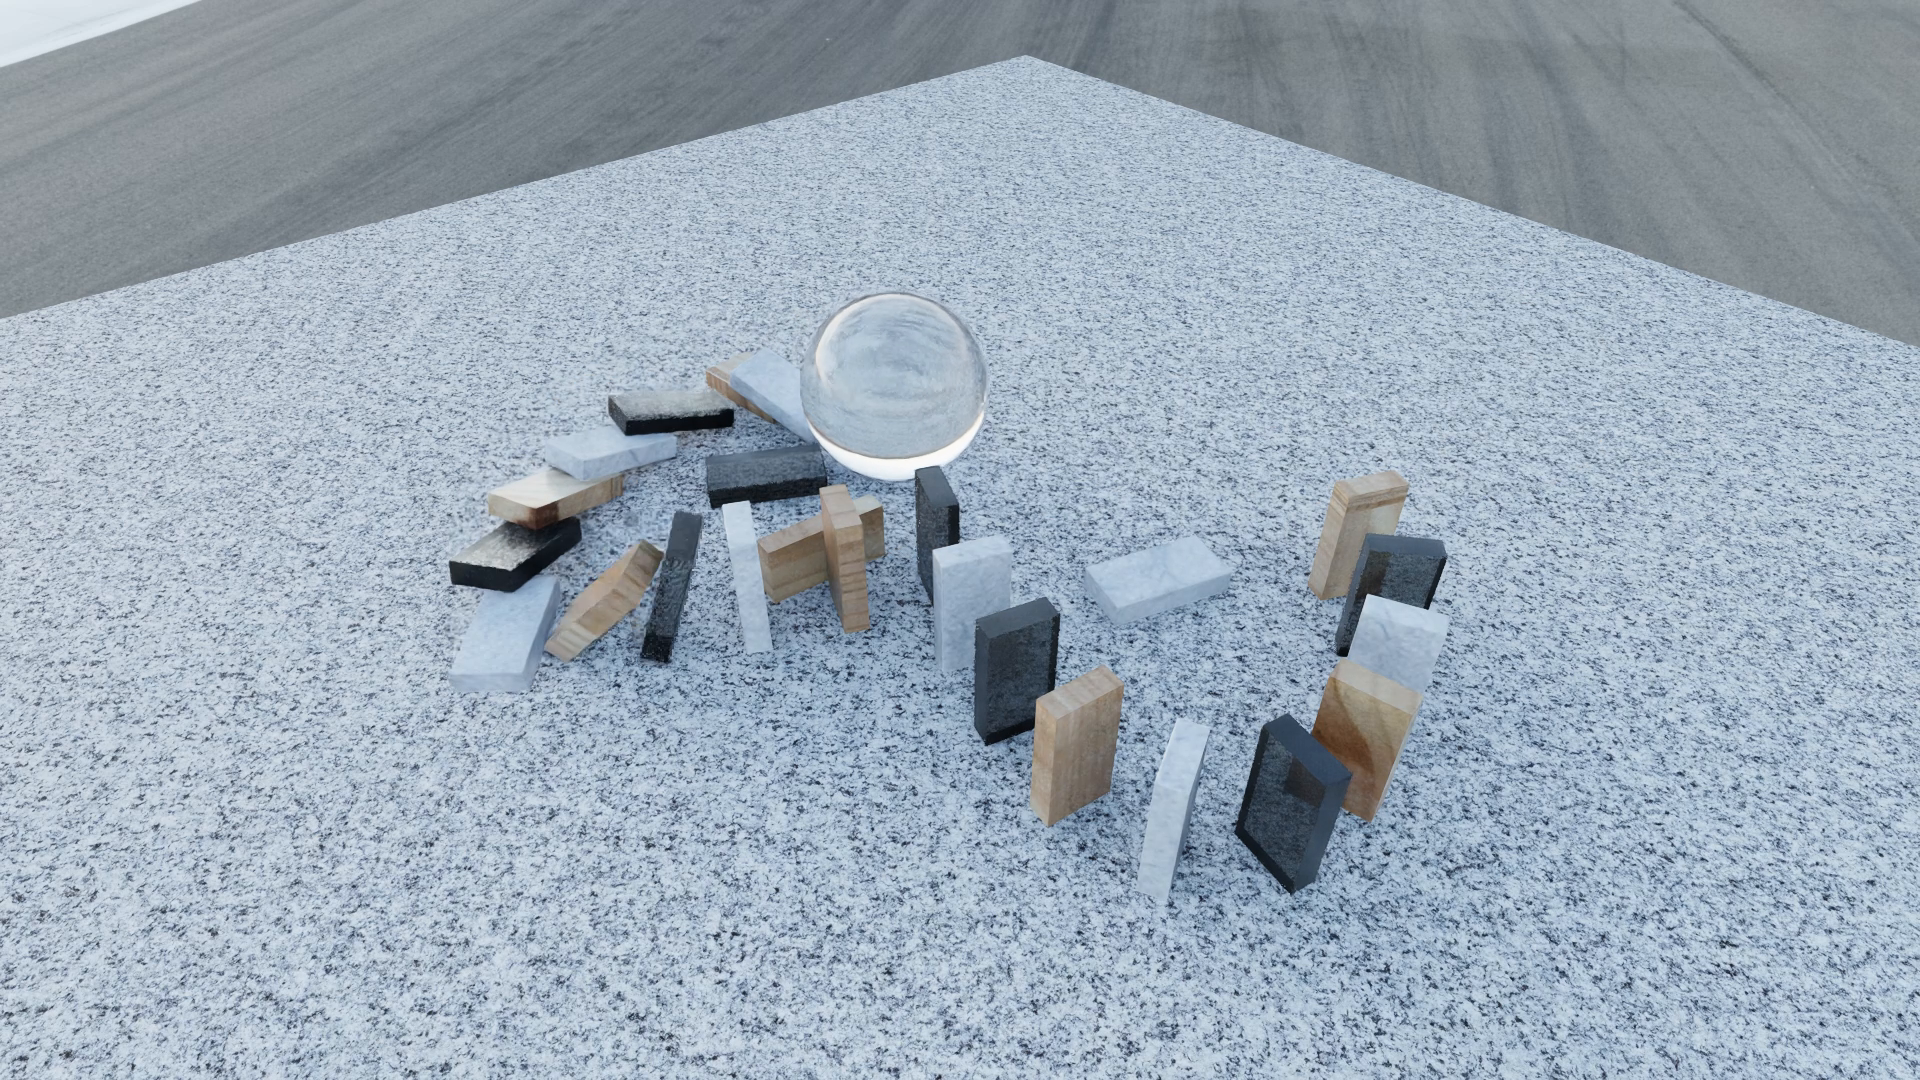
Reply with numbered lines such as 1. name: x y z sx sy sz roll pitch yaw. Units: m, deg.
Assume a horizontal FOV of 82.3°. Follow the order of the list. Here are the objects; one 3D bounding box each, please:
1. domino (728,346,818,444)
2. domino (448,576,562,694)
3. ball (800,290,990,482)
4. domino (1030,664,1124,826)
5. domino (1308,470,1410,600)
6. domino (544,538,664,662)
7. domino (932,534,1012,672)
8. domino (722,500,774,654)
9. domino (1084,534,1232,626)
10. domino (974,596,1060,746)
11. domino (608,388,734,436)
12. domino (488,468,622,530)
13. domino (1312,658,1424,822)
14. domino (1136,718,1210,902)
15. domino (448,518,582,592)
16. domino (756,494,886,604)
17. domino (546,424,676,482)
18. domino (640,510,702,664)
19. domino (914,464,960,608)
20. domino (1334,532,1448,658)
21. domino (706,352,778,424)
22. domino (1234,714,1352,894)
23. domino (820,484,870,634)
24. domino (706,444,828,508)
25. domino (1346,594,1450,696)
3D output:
1. domino: -0.080 -0.067 0.512 0.050 0.010 0.025 36 52 10
2. domino: -0.165 0.034 0.402 0.025 0.010 0.050 -1 39 -2
3. ball: -0.028 -0.065 0.467 0.080 0.080 0.080 0 39 0
4. domino: 0.035 0.063 0.334 0.025 0.050 0.010 -23 45 -25
5. domino: 0.149 -0.001 0.413 0.025 0.050 0.009 -11 41 -14
6. domino: -0.126 0.022 0.390 0.009 0.050 0.025 40 38 -22
7. domino: 0.004 0.023 0.384 0.025 0.050 0.009 -13 41 -15
8. domino: -0.076 0.014 0.395 0.009 0.050 0.025 -9 40 -11
9. domino: 0.076 0.015 0.425 0.050 0.010 0.025 -16 42 -18
10. domino: 0.018 0.043 0.358 0.025 0.050 0.010 -17 42 -19
11. domino: -0.132 -0.059 0.505 0.050 0.010 0.025 -9 33 -33
12. domino: -0.167 -0.019 0.456 0.025 0.010 0.050 17 26 20
13. domino: 0.121 0.062 0.336 0.025 0.050 0.009 27 46 29
14. domino: 0.061 0.078 0.316 0.009 0.050 0.025 15 42 18
15. domino: -0.172 0.004 0.429 0.025 0.010 0.050 8 25 9
16. domino: -0.053 0.003 0.428 0.050 0.025 0.010 -24 45 -27
17. domino: -0.152 -0.040 0.481 0.025 0.010 0.050 25 29 28
18. domino: -0.103 0.017 0.391 0.009 0.050 0.025 14 37 -15
19. domino: -0.008 0.000 0.411 0.010 0.050 0.025 -11 41 -13
20. domino: 0.150 0.021 0.386 0.025 0.050 0.009 6 40 7
21. domino: -0.098 -0.074 0.534 0.050 0.010 0.025 30 48 31
22. domino: 0.095 0.077 0.318 0.009 0.050 0.025 -20 43 -23
23. domino: -0.042 0.007 0.403 0.009 0.050 0.025 -12 41 -14
24. domino: -0.084 -0.028 0.478 0.050 0.009 0.025 -8 40 -10
25. domino: 0.139 0.042 0.360 0.025 0.050 0.009 16 42 19
